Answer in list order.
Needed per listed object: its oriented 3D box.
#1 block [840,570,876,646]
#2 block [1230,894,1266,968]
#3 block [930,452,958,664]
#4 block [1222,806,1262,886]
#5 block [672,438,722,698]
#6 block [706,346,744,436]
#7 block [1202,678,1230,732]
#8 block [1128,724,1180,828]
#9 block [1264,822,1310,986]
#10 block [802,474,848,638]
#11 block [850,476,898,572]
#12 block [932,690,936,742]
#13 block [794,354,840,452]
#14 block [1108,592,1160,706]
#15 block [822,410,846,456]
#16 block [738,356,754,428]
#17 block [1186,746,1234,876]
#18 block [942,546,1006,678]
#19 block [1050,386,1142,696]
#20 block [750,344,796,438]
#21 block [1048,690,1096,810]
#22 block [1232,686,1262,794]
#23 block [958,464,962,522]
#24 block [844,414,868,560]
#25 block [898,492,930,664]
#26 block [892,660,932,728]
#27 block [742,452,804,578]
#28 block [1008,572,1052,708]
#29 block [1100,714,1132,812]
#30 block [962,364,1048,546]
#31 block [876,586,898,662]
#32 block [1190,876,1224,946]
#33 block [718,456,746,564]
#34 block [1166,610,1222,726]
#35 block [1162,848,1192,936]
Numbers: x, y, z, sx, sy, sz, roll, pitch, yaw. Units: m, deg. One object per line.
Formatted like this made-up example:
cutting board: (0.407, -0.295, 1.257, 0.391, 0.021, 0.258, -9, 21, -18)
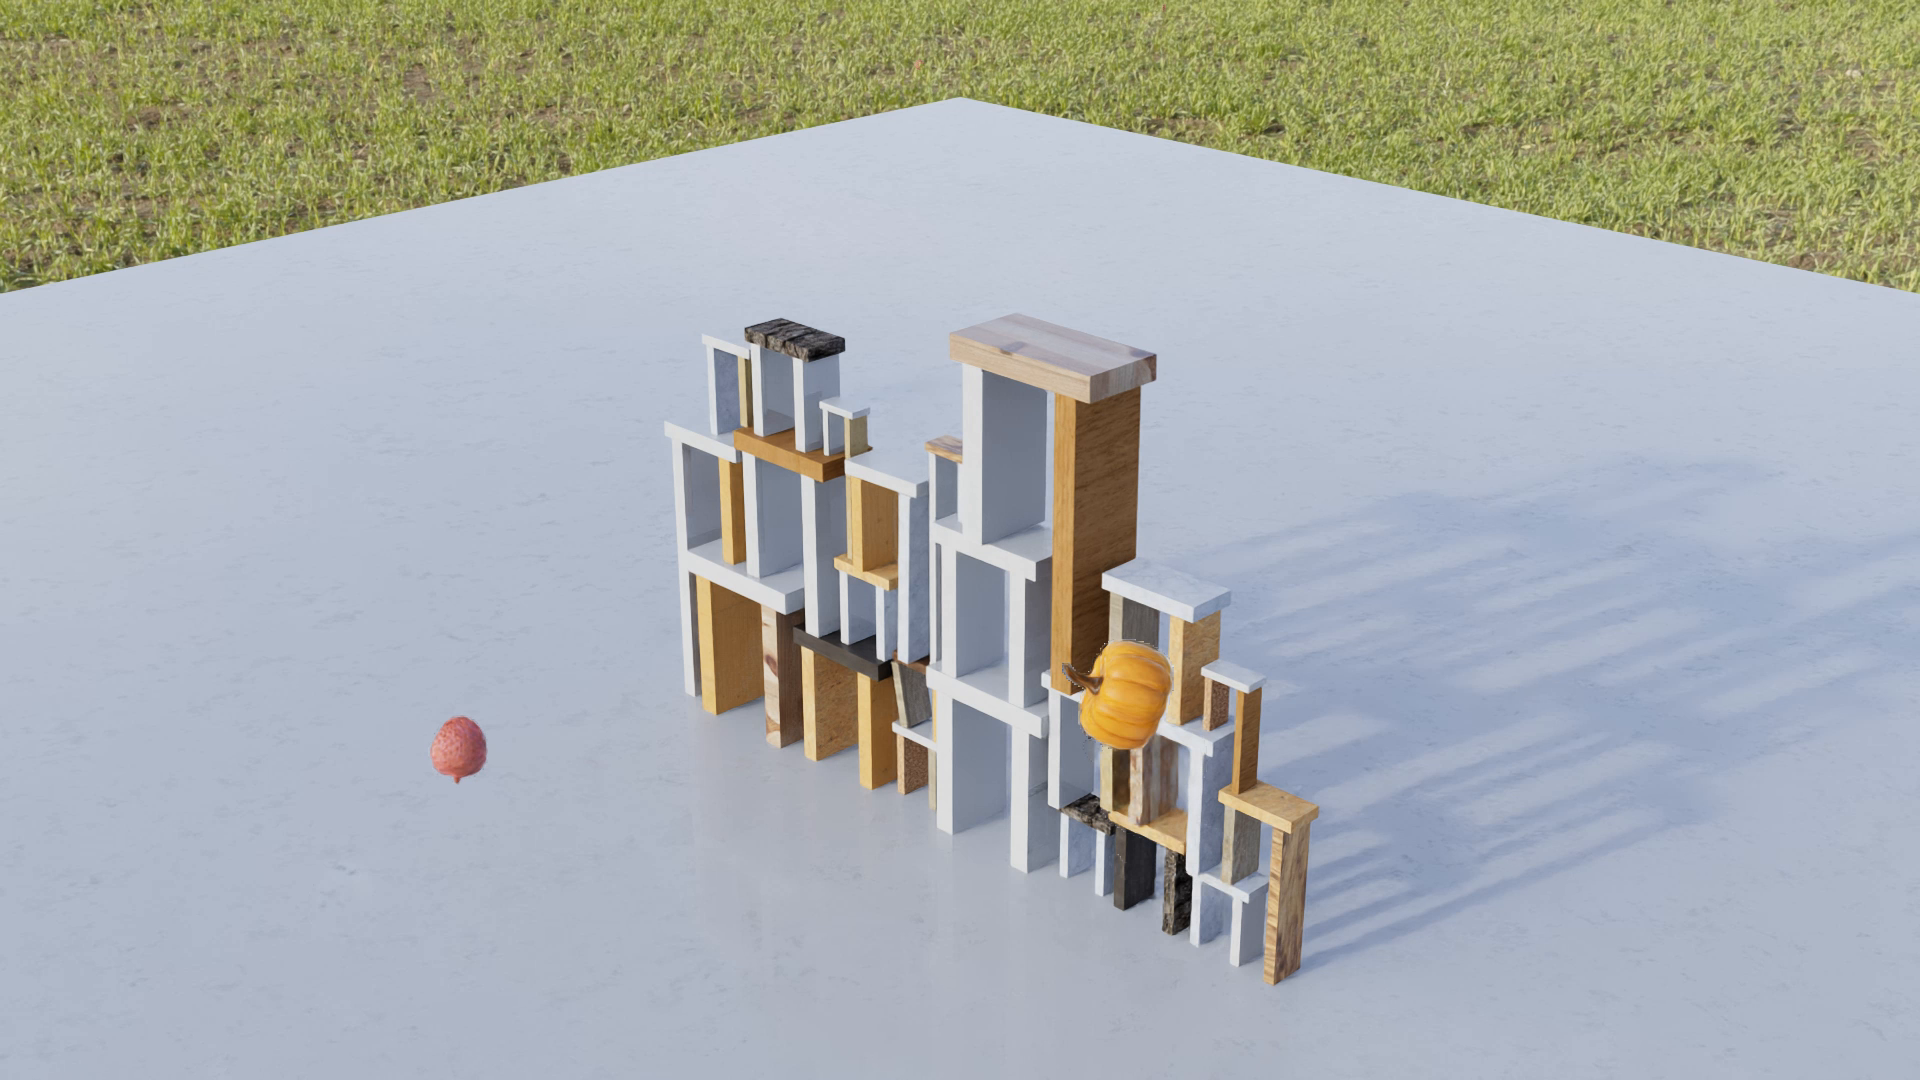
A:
block: (-0.207, 0.127, 4.497, 0.081, 0.161, 0.023, -21, 31, -41)
block: (0.518, 0.691, 3.953, 0.020, 0.140, 0.070, 21, 31, 41)
block: (-0.031, 0.038, 4.271, 0.059, 0.458, 0.017, -21, 31, -40)
block: (0.501, 0.528, 3.906, 0.079, 0.158, 0.022, -21, 31, -40)
block: (-0.564, 0.051, 4.861, 0.034, 0.610, 0.119, 21, 31, 41)
block: (-0.492, -0.323, 4.628, 0.021, 0.194, 0.076, 21, 31, 41)
block: (0.449, 0.279, 3.850, 0.051, 0.103, 0.015, -22, 31, -40)
block: (0.355, 0.411, 4.008, 0.102, 0.204, 0.029, -22, 31, -40)
block: (0.575, 0.631, 3.869, 0.022, 0.317, 0.079, 21, 31, 41)
block: (-0.256, 0.016, 4.516, 0.039, 0.351, 0.138, 21, 31, 41)
block: (-0.169, -0.044, 4.382, 0.099, 0.199, 0.028, -21, 31, -41)
block: (-0.022, 0.333, 4.395, 0.020, 0.140, 0.070, 20, 30, 39)
block: (-0.286, -0.282, 4.418, 0.098, 0.195, 0.028, -21, 31, -41)
block: (0.313, 0.180, 3.961, 0.029, 0.216, 0.104, 21, 31, 41)
block: (-0.251, -0.221, 4.400, 0.048, 0.096, 0.014, -21, 31, -41)
block: (-0.421, -0.315, 4.554, 0.076, 0.151, 0.021, -21, 31, -41)
block: (0.451, 0.469, 3.928, 0.102, 0.250, 0.029, -22, 31, -40)
block: (0.026, 0.119, 4.241, 0.038, 0.269, 0.135, 21, 31, 41)
block: (0.243, -0.009, 3.953, 0.172, 0.571, 0.049, -22, 31, -40)
block: (-0.378, -0.318, 4.503, 0.098, 0.195, 0.028, -21, 31, -41)
block: (0.211, 0.380, 4.151, 0.099, 0.244, 0.028, -21, 31, -40)
block: (0.499, 0.344, 3.825, 0.015, 0.201, 0.051, 21, 31, 40)
block: (0.024, -0.096, 4.153, 0.059, 0.119, 0.017, -21, 32, -41)
block: (-0.205, -0.108, 4.399, 0.048, 0.303, 0.014, -21, 31, -41)
block: (-0.076, 0.064, 4.333, 0.028, 0.361, 0.099, 22, 31, 39)
block: (-0.098, 0.303, 4.463, 0.070, 0.140, 0.020, -21, 21, -41)
block: (-0.386, -0.070, 4.621, 0.039, 0.275, 0.138, 21, 31, 41)
block: (0.153, 0.169, 4.124, 0.038, 0.269, 0.135, 21, 31, 41)
block: (0.304, 0.395, 4.056, 0.028, 0.197, 0.099, 21, 31, 41)
block: (0.083, -0.178, 4.059, 0.172, 0.344, 0.049, -21, 31, -41)
block: (-0.131, 0.157, 4.427, 0.023, 0.161, 0.081, 21, 31, 41)
block: (0.452, 0.666, 4.013, 0.020, 0.140, 0.070, 21, 31, 41)
block: (-0.452, -0.077, 4.685, 0.034, 0.238, 0.119, 21, 31, 41)
block: (0.411, 0.214, 3.869, 0.029, 0.208, 0.104, 21, 31, 41)
block: (0.414, 0.630, 4.046, 0.025, 0.179, 0.090, 21, 31, 41)
